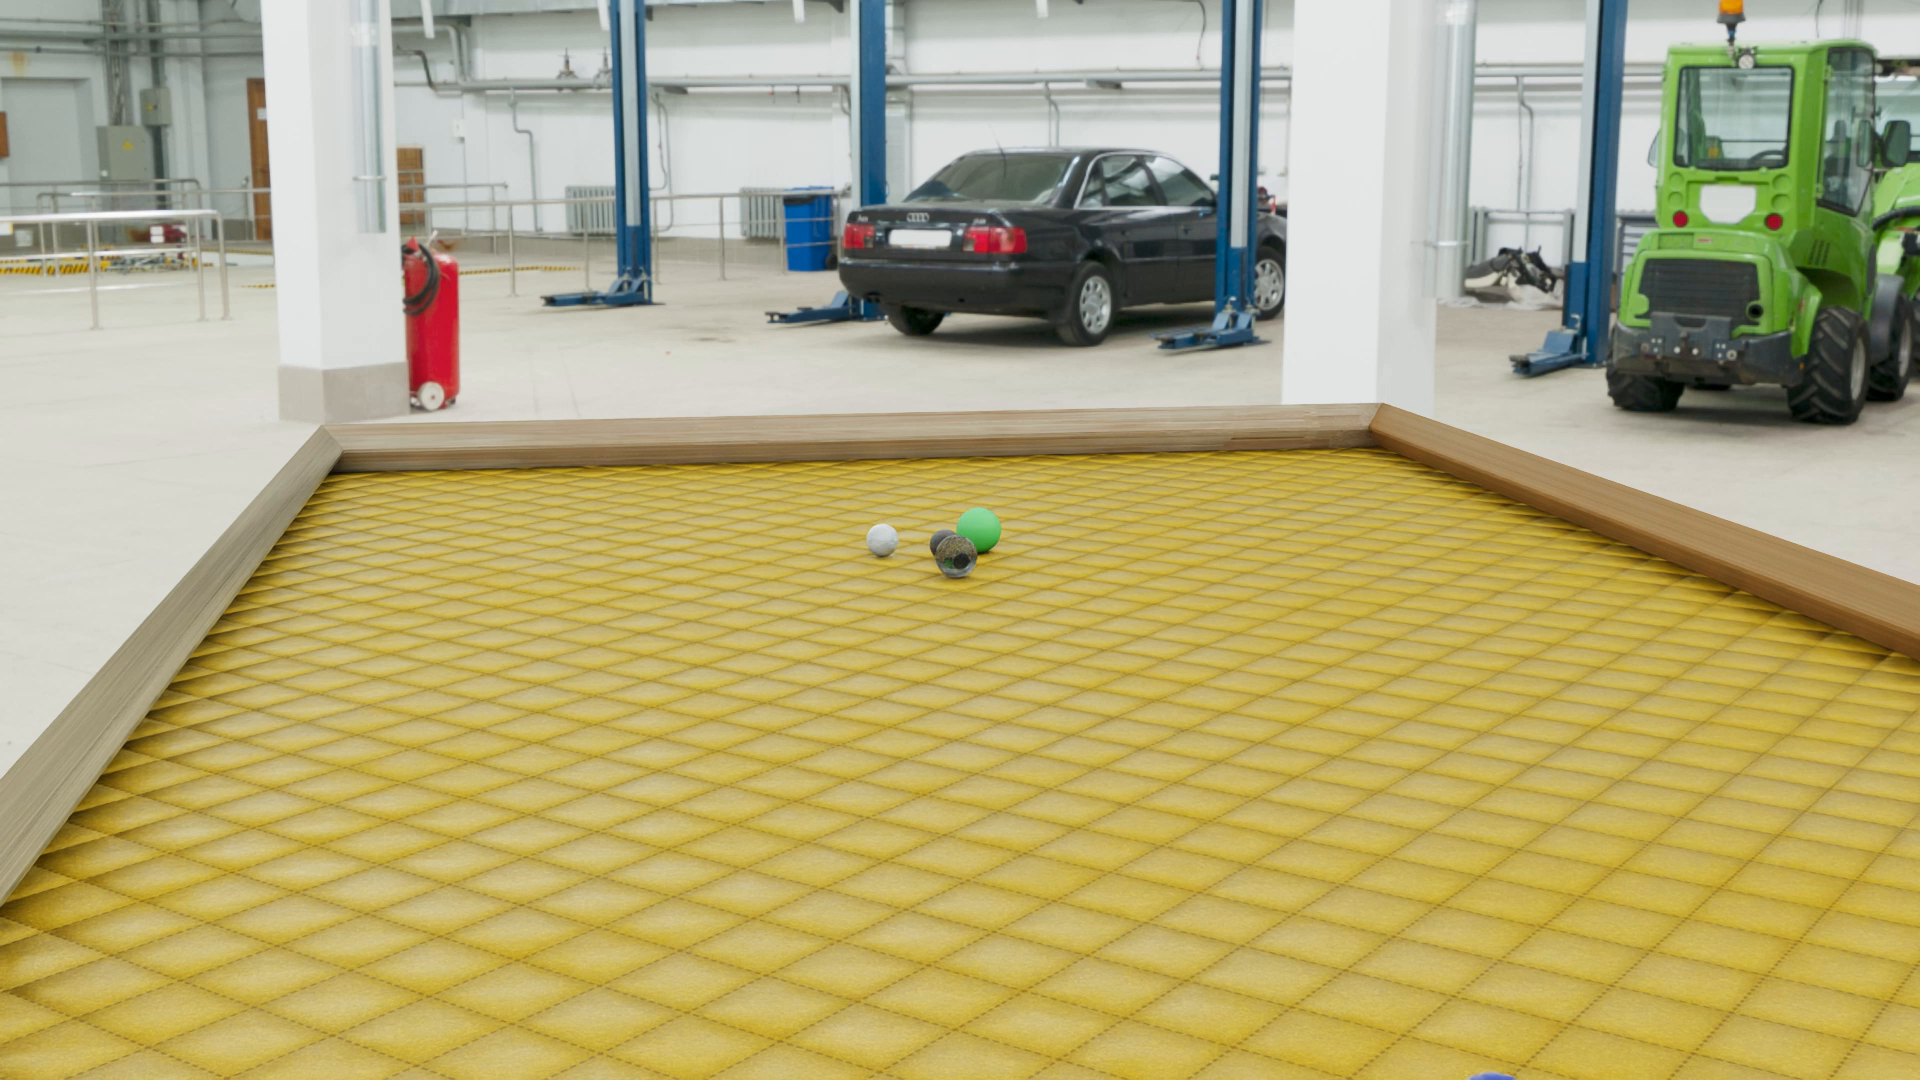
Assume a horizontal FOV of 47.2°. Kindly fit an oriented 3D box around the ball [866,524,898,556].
[{"bbox_3d":[-0.117,0.000,3.316,0.050,0.050,0.050,0,11,0],"label":"ball"}]

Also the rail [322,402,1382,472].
[{"bbox_3d":[-0.167,-0.199,4.278,2.087,0.089,0.045,-2,11,-9],"label":"rail"}]

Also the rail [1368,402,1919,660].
[{"bbox_3d":[1.176,0.140,2.454,0.045,0.089,4.150,-2,11,-9],"label":"rail"}]

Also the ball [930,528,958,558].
[{"bbox_3d":[-0.022,0.007,3.282,0.048,0.048,0.048,0,11,0],"label":"ball"}]

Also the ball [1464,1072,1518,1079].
[{"bbox_3d":[0.326,0.359,1.344,0.065,0.065,0.065,0,11,0],"label":"ball"}]

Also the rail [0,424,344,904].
[{"bbox_3d":[-0.835,0.201,2.124,0.045,0.089,4.150,-2,11,-9],"label":"rail"}]

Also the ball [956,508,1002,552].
[{"bbox_3d":[0.029,-0.015,3.348,0.069,0.069,0.069,0,11,0],"label":"ball"}]

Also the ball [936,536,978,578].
[{"bbox_3d":[-0.005,0.023,3.160,0.061,0.061,0.061,0,11,0],"label":"ball"}]
